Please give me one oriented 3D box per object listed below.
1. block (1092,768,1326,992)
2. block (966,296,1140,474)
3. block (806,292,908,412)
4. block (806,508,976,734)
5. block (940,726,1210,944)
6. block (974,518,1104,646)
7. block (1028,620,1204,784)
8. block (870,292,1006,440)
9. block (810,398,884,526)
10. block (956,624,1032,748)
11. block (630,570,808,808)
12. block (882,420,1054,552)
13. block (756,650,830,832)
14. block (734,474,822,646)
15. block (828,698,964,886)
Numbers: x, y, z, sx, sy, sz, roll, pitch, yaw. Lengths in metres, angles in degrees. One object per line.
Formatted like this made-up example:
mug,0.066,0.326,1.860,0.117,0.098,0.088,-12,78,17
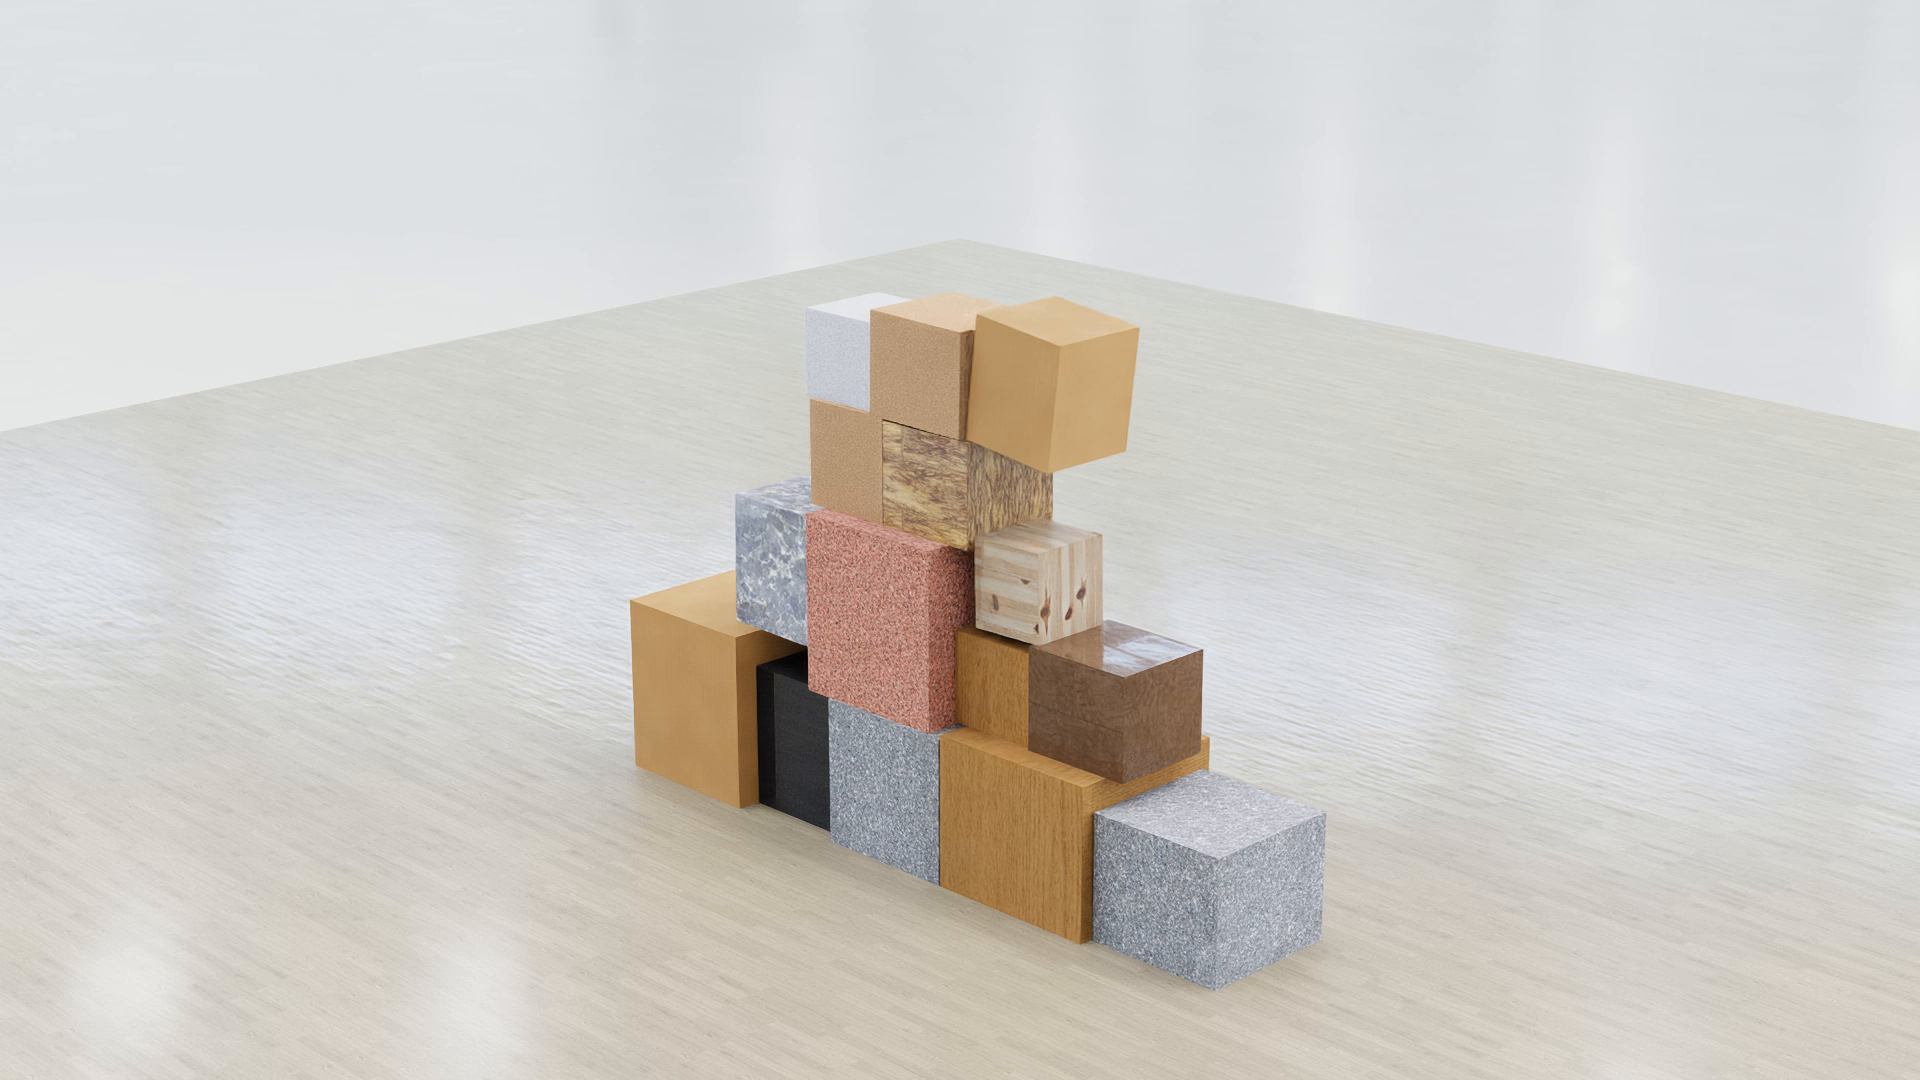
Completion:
block,1.076,1.458,12.697,0.713,0.604,0.700,-17,24,-42
block,0.399,-0.681,12.732,0.499,0.575,0.501,-17,31,-42
block,-0.386,-0.866,13.470,0.454,0.414,0.451,-17,24,-42
block,-0.148,0.293,13.587,0.782,0.863,0.807,-17,24,-42
block,0.513,1.228,13.211,0.837,0.736,0.868,-17,24,-42
block,0.351,0.181,13.006,0.416,0.419,0.387,-17,23,-42
block,0.681,0.700,12.849,0.516,0.487,0.558,-17,24,-42
block,-0.023,-0.784,13.100,0.509,0.487,0.566,-17,25,-42
block,-0.346,-0.410,13.547,0.493,0.502,0.482,-17,24,-42
block,0.321,0.609,13.218,0.500,0.440,0.467,-17,24,-42
block,-1.025,0.701,14.648,0.917,0.879,0.797,-17,24,-42
block,0.037,-0.301,13.216,0.552,0.492,0.533,-17,24,-42
block,-0.524,0.928,14.209,0.701,0.709,0.580,-17,24,-42
block,-0.646,0.090,14.066,0.599,0.639,0.620,-17,25,-42
block,-0.081,1.073,13.736,0.772,0.716,0.726,-17,24,-42
